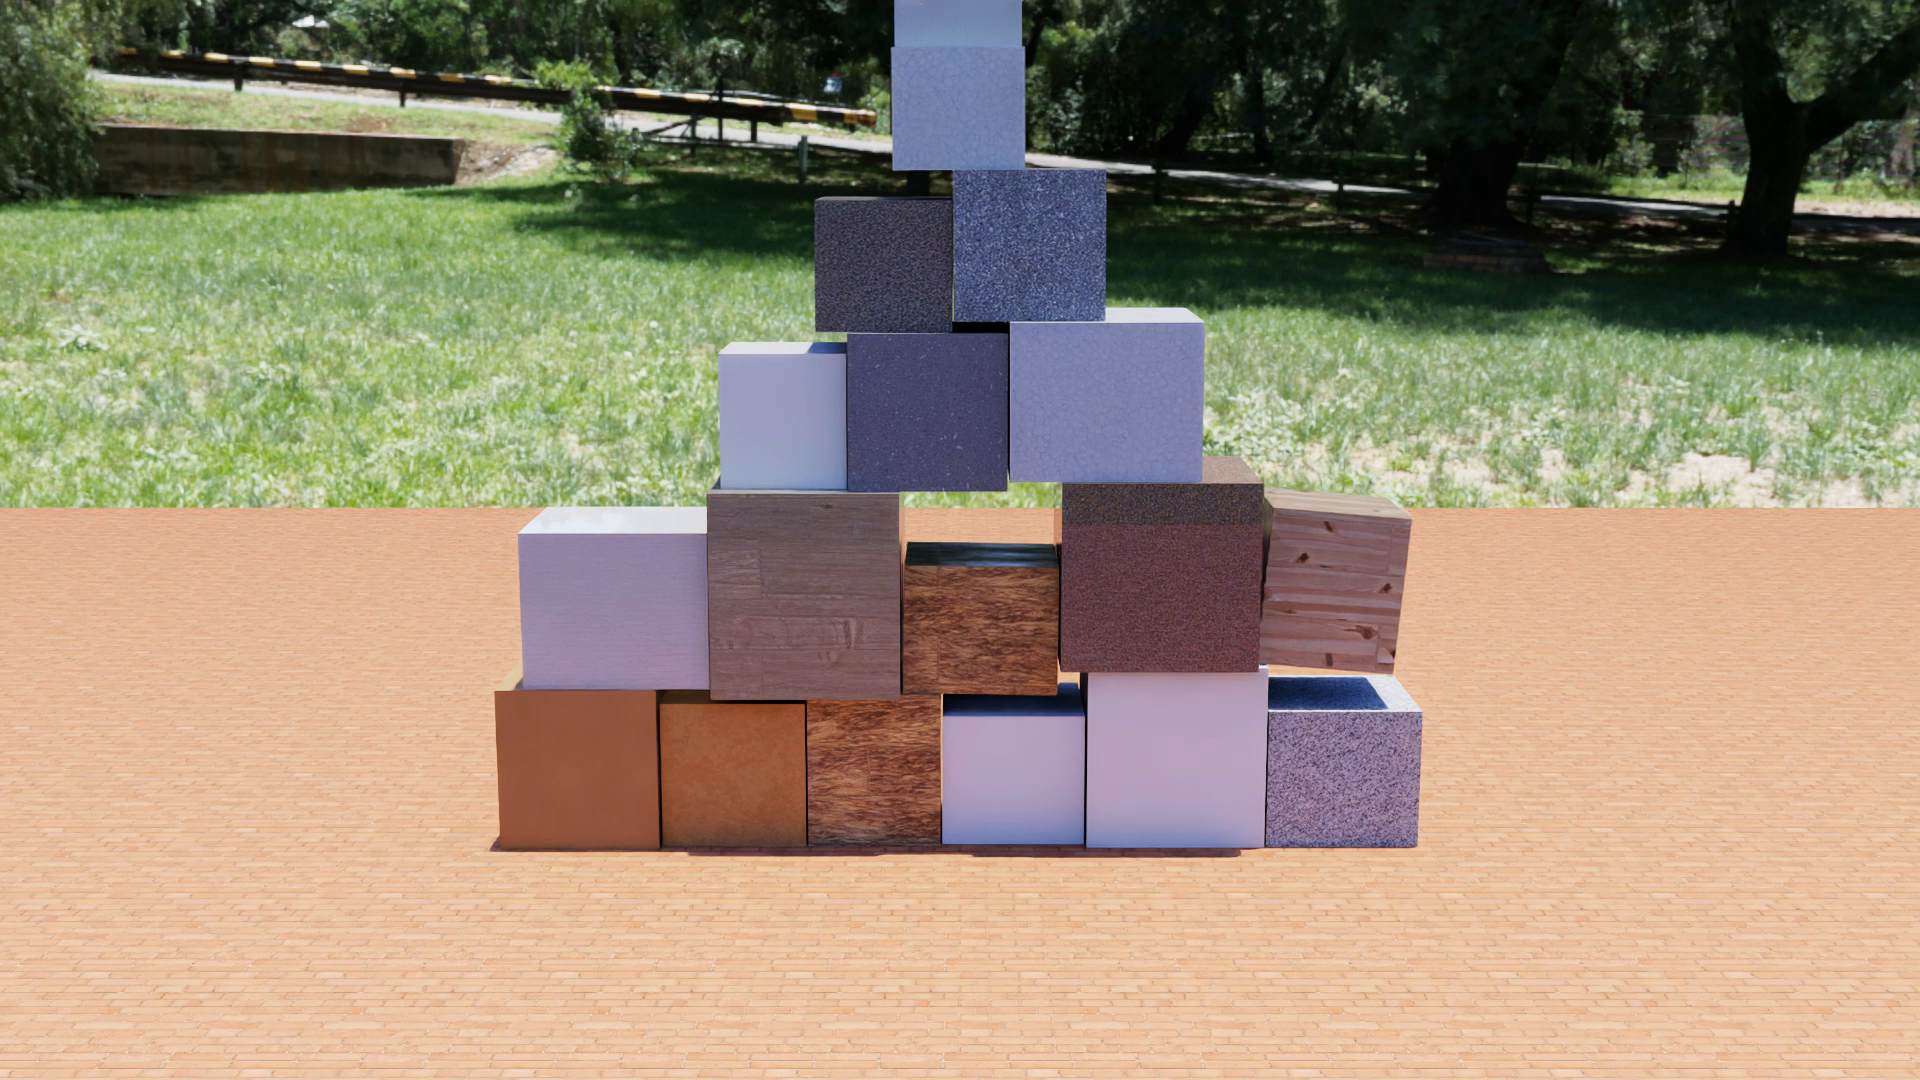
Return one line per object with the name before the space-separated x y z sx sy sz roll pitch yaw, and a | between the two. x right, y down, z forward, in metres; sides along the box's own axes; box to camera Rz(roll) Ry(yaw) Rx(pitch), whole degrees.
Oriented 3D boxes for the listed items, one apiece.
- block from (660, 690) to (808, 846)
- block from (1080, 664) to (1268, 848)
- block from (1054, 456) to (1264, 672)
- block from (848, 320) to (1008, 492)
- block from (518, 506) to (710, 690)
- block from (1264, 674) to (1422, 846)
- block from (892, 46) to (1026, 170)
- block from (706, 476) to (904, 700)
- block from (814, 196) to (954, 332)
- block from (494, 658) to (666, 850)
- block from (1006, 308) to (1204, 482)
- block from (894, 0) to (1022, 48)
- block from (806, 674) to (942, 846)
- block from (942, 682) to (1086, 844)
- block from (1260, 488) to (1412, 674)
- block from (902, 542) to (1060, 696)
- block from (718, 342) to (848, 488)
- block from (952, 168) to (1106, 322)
block | -1.135 1.113 11.381 0.723 0.738 0.750 0 10 0
block | 1.082 1.022 11.352 0.893 0.928 0.772 0 10 0
block | 0.982 0.104 11.182 0.974 0.939 0.944 0 10 0
block | -0.156 -0.685 11.045 0.777 0.770 0.804 0 10 0
block | -1.702 0.283 11.217 0.924 0.786 0.792 0 10 0
block | 1.921 1.131 11.382 0.765 0.702 0.762 0 10 0
block | -0.007 -2.113 10.798 0.634 0.575 0.692 0 10 0
block | -0.762 0.195 11.231 0.936 1.029 0.968 0 10 0
block | -0.367 -1.380 10.940 0.664 0.632 0.711 0 10 0
block | -1.905 1.074 11.360 0.797 0.822 0.836 0 10 0
block | 0.707 -0.745 11.059 0.934 0.774 0.934 0 10 0
block | -0.010 -2.689 10.704 0.606 0.593 0.579 0 10 0
block | -0.431 1.092 11.366 0.665 0.785 0.713 0 10 0
block | 0.269 1.146 11.404 0.714 0.664 0.707 0 10 0
block | 1.854 0.197 11.228 0.685 0.791 0.661 5 10 -1
block | 0.105 0.391 11.238 0.769 0.647 0.666 1 10 0
block | -0.865 -0.633 11.049 0.619 0.665 0.616 0 10 0
block | 0.333 -1.474 10.900 0.732 0.720 0.738 0 10 0
